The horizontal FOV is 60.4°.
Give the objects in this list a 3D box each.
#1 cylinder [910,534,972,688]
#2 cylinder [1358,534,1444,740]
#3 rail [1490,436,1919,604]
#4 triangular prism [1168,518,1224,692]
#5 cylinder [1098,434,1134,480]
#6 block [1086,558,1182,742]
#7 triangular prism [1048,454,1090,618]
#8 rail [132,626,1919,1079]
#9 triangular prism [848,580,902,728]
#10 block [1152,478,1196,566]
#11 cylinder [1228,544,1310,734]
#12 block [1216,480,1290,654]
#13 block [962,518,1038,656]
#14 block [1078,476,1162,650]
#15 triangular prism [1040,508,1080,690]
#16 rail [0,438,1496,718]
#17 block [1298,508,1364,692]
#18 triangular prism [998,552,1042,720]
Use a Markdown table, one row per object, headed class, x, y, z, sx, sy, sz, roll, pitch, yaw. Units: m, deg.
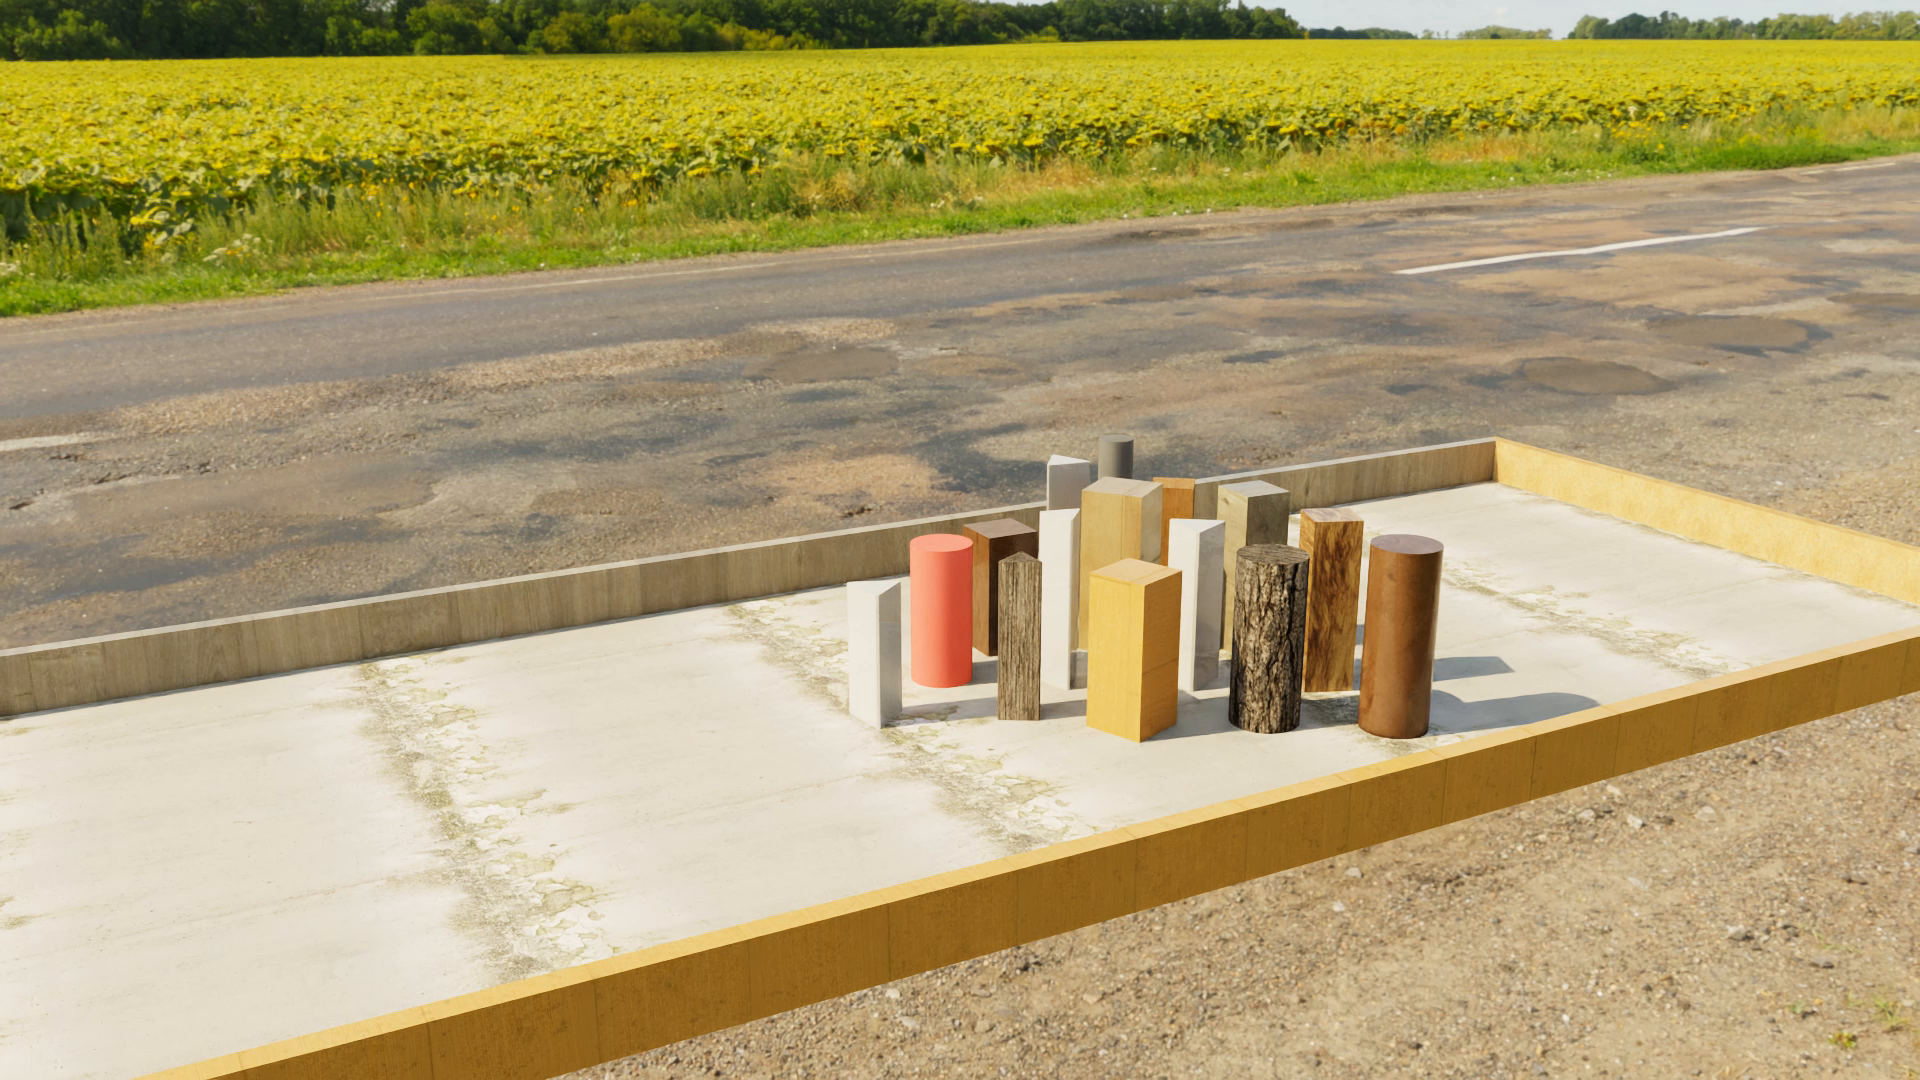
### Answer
| class | x | y | z | sx | sy | sz | roll | pitch | yaw |
| --- | --- | --- | --- | --- | --- | --- | --- | --- | --- |
| cylinder | -0.046 | 0.176 | 4.126 | 0.156 | 0.354 | 0.156 | 0 | 16 | 0 |
| cylinder | 1.015 | 0.222 | 3.808 | 0.162 | 0.446 | 0.162 | 0 | 16 | 0 |
| rail | 2.466 | -0.048 | 5.253 | 0.050 | 0.150 | 2.100 | -9 | 18 | -27 |
| triangular prism | 0.566 | 0.154 | 4.104 | 0.115 | 0.410 | 0.133 | 12 | 20 | 36 |
| cylinder | 0.449 | -0.075 | 4.802 | 0.100 | 0.454 | 0.100 | 0 | 16 | 0 |
| block | 0.403 | 0.253 | 3.823 | 0.151 | 0.378 | 0.151 | 14 | 21 | 39 |
| triangular prism | 0.277 | -0.006 | 4.580 | 0.124 | 0.449 | 0.107 | -6 | 17 | -19 |
| rail | -2.336 | 1.006 | 1.665 | 12.000 | 0.150 | 0.050 | -9 | 18 | -27 |
| triangular prism | -0.183 | 0.261 | 3.884 | 0.107 | 0.328 | 0.123 | -12 | 20 | -35 |
| block | 0.589 | 0.024 | 4.604 | 0.115 | 0.378 | 0.115 | 3 | 17 | 9 |
| cylinder | 0.719 | 0.229 | 3.846 | 0.166 | 0.411 | 0.166 | 0 | 16 | 0 |
| block | 0.762 | 0.075 | 4.330 | 0.132 | 0.434 | 0.132 | -8 | 18 | -24 |
| block | 0.105 | 0.123 | 4.362 | 0.145 | 0.323 | 0.145 | -8 | 18 | -27 |
| block | 0.423 | 0.070 | 4.348 | 0.163 | 0.434 | 0.163 | 8 | 18 | 25 |
| triangular prism | 0.263 | 0.143 | 4.090 | 0.102 | 0.440 | 0.088 | 15 | 22 | 42 |
| rail | -3.305 | 0.497 | 3.399 | 12.000 | 0.150 | 0.050 | -9 | 18 | -27 |
| block | 0.906 | 0.148 | 4.073 | 0.120 | 0.438 | 0.120 | -1 | 16 | -5 |
| triangular prism | 0.141 | 0.226 | 3.889 | 0.099 | 0.392 | 0.085 | 1 | 16 | 3 |
